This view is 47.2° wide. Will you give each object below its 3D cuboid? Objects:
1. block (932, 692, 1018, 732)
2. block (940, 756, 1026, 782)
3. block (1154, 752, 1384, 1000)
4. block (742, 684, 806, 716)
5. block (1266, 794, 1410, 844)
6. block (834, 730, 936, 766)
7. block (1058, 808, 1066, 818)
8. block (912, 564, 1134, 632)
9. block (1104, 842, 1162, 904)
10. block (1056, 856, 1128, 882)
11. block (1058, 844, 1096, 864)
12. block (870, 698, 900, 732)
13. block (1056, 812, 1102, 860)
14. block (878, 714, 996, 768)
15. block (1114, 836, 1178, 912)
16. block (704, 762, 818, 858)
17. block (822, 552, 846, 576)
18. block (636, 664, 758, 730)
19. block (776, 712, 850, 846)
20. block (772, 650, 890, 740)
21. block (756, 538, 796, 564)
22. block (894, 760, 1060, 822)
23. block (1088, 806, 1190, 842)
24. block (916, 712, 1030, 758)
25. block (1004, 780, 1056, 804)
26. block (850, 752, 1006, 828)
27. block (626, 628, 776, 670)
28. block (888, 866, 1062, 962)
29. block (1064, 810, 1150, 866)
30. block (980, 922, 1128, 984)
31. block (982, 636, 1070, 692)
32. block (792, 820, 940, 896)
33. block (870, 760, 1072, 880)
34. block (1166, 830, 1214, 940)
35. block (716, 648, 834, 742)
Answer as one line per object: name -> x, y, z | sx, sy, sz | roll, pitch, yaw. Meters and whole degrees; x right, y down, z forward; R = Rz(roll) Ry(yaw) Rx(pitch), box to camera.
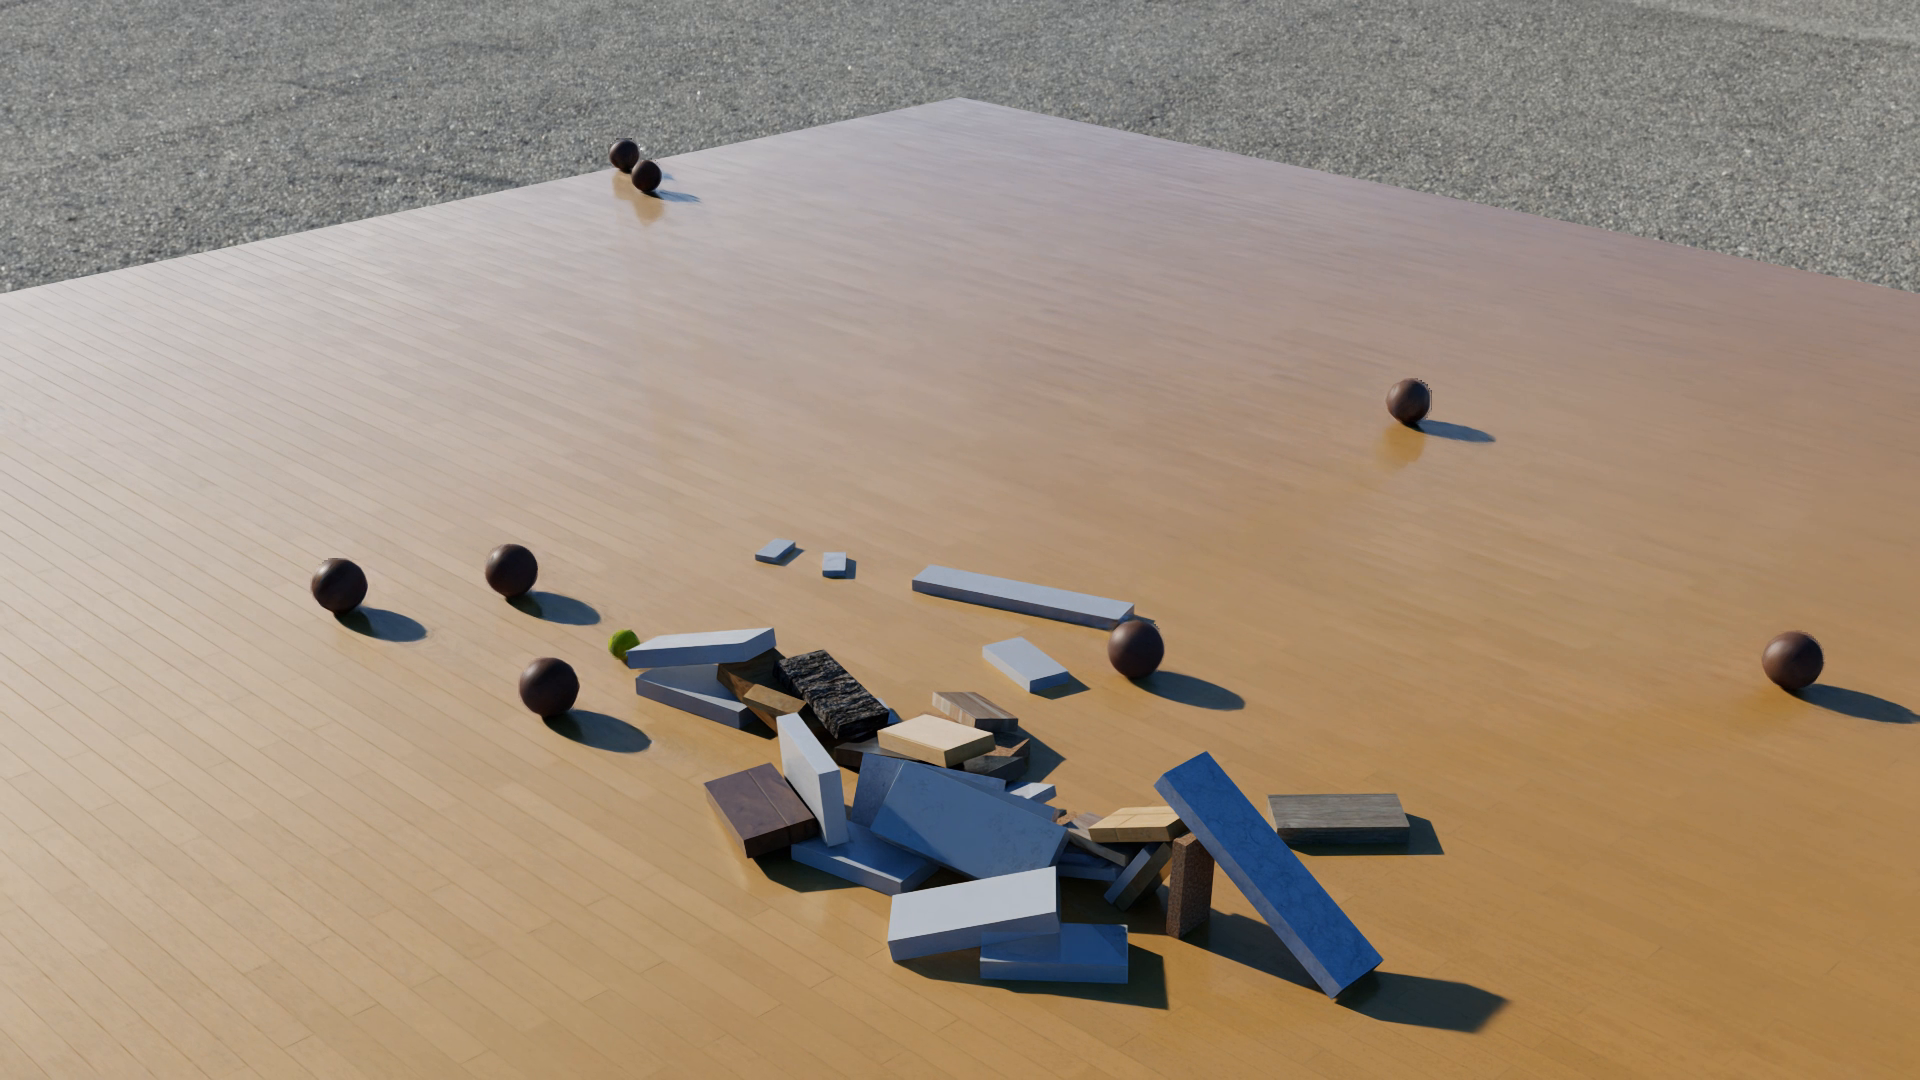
block -> 0.032, 0.373, 4.779 | 0.104, 0.030, 0.209 | 2, 11, -27
block -> 0.008, 0.475, 4.486 | 0.124, 0.035, 0.247 | -19, 9, -37
block -> 0.554, 0.598, 3.966 | 0.131, 0.037, 0.493 | -21, 63, -43
block -> -0.399, 0.350, 4.736 | 0.123, 0.017, 0.062 | 19, 30, 14
block -> 0.755, 0.557, 4.400 | 0.263, 0.037, 0.131 | 0, 23, -1
block -> -0.131, 0.443, 4.593 | 0.247, 0.035, 0.124 | 3, 17, 43
block -> 0.121, 0.555, 4.358 | 0.170, 0.024, 0.085 | -1, 14, 42
block -> 0.152, 0.139, 5.394 | 0.550, 0.030, 0.104 | 11, 25, 23
block -> 0.337, 0.615, 4.119 | 0.081, 0.163, 0.023 | -24, 65, -44
block -> 0.259, 0.620, 4.208 | 0.163, 0.023, 0.081 | -3, 15, 44
block -> 0.217, 0.599, 4.252 | 0.139, 0.020, 0.069 | -2, 16, 45
block -> -0.182, 0.386, 4.829 | 0.062, 0.017, 0.123 | -9, 24, -19
block -> 0.241, 0.567, 4.228 | 0.069, 0.020, 0.139 | -19, 28, -36
block -> -0.050, 0.411, 4.517 | 0.124, 0.035, 0.248 | -16, 14, -32
block -> 0.371, 0.608, 4.090 | 0.101, 0.202, 0.029 | -24, 65, -44
block -> -0.400, 0.537, 4.387 | 0.146, 0.041, 0.292 | -16, 22, -17
block -> -0.319, 0.062, 5.595 | 0.058, 0.016, 0.115 | -1, 23, -1
block -> -0.562, 0.336, 4.915 | 0.299, 0.042, 0.149 | 15, 27, 31
block -> -0.294, 0.472, 4.366 | 0.044, 0.155, 0.310 | -12, 20, -17
block -> -0.282, 0.334, 4.785 | 0.131, 0.037, 0.261 | -12, 37, -35
block -> -0.476, 0.028, 5.675 | 0.058, 0.016, 0.115 | 9, 25, 21
block -> 0.016, 0.544, 4.264 | 0.328, 0.146, 0.041 | 15, -13, 21
block -> 0.345, 0.529, 4.092 | 0.101, 0.029, 0.202 | -24, 9, -41
block -> 0.003, 0.436, 4.685 | 0.261, 0.037, 0.131 | 12, 26, 27
block -> 0.099, 0.506, 4.374 | 0.170, 0.024, 0.085 | 0, 15, 44
block -> -0.065, 0.519, 4.350 | 0.292, 0.146, 0.041 | 9, -7, 20
block -> -0.581, 0.243, 4.940 | 0.299, 0.042, 0.149 | -5, 9, 23
block -> 0.028, 0.681, 4.011 | 0.310, 0.044, 0.155 | -11, 22, 7
block -> 0.278, 0.566, 4.171 | 0.081, 0.023, 0.163 | -22, 30, -40
block -> 0.170, 0.742, 3.965 | 0.263, 0.037, 0.131 | 1, 23, 3
block -> 0.150, 0.285, 5.052 | 0.104, 0.030, 0.209 | -13, 26, -27
block -> -0.184, 0.613, 4.268 | 0.261, 0.037, 0.131 | 15, 27, 31
block -> 0.018, 0.558, 4.200 | 0.354, 0.044, 0.155 | 21, 71, 22
block -> 0.425, 0.622, 4.035 | 0.029, 0.202, 0.101 | 21, 31, 36
block -> -0.385, 0.344, 4.813 | 0.149, 0.042, 0.299 | -15, 38, -38
